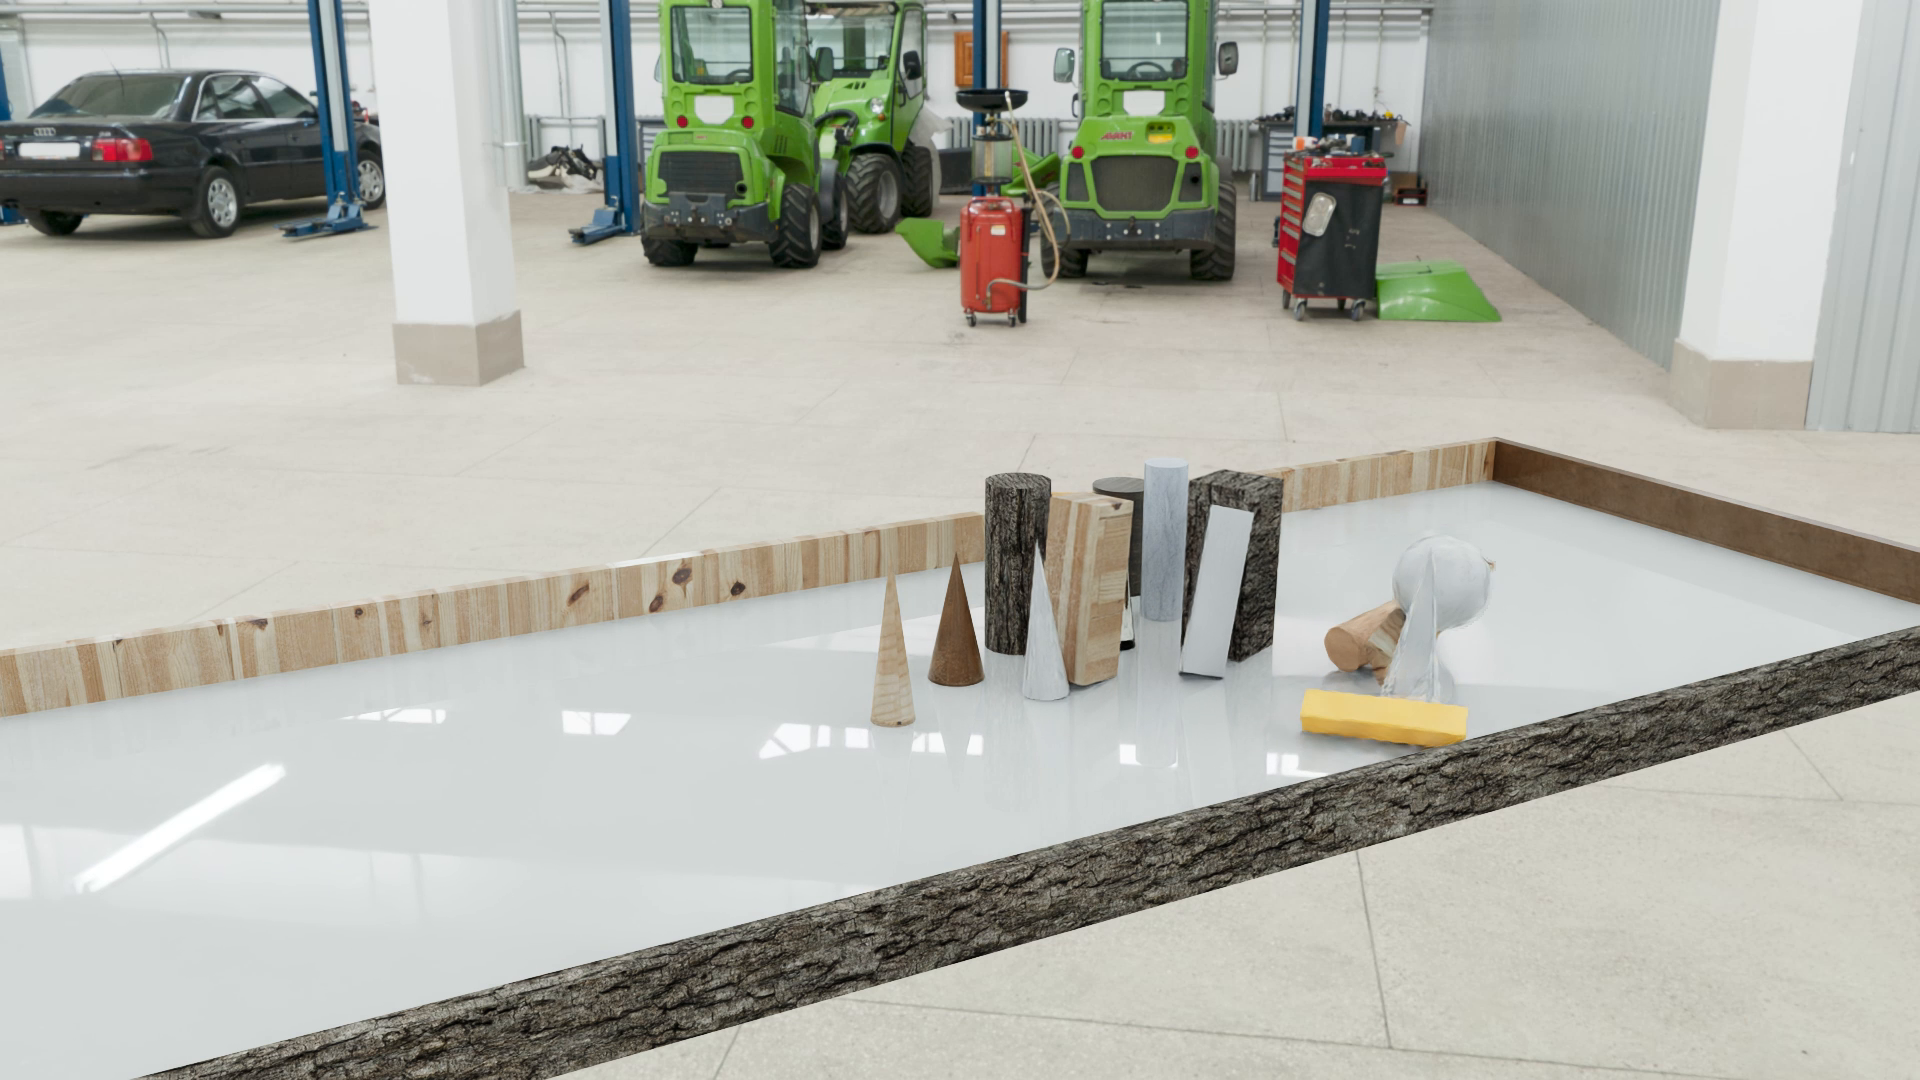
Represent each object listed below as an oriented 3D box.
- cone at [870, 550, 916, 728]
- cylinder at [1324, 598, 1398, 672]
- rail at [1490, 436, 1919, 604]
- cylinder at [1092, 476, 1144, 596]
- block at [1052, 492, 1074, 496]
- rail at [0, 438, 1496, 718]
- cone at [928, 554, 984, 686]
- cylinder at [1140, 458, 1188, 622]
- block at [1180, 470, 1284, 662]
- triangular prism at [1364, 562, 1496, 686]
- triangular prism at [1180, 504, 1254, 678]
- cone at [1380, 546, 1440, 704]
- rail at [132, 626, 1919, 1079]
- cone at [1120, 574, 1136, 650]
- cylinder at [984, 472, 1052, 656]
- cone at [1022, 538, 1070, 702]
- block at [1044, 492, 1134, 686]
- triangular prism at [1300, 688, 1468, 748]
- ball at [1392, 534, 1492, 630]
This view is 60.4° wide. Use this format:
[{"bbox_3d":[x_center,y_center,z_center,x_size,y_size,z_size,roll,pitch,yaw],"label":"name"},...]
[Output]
[{"bbox_3d":[-0.159,0.222,3.853,0.109,0.421,0.109,0,16,0],"label":"cone"},{"bbox_3d":[1.127,0.222,4.287,0.380,0.121,0.121,-20,25,-30],"label":"cylinder"},{"bbox_3d":[2.466,-0.048,5.253,0.050,0.150,2.100,-9,18,-27],"label":"rail"},{"bbox_3d":[0.474,-0.010,4.831,0.180,0.315,0.180,0,16,0],"label":"cylinder"},{"bbox_3d":[0.298,0.045,4.612,0.144,0.333,0.144,0,16,1],"label":"block"},{"bbox_3d":[-3.305,0.497,3.399,12.000,0.150,0.050,-9,18,-27],"label":"rail"},{"bbox_3d":[-0.010,0.185,4.132,0.147,0.334,0.147,0,16,0],"label":"cone"},{"bbox_3d":[0.566,-0.001,4.576,0.119,0.441,0.119,0,16,0],"label":"cylinder"},{"bbox_3d":[0.714,0.062,4.332,0.179,0.453,0.179,12,19,36],"label":"block"},{"bbox_3d":[1.169,0.173,4.162,0.457,0.111,0.128,-40,-5,-35],"label":"triangular prism"},{"bbox_3d":[0.625,0.125,4.182,0.126,0.423,0.109,10,1,-24],"label":"triangular prism"},{"bbox_3d":[1.065,0.217,3.823,0.158,0.436,0.158,4,14,-1],"label":"cone"},{"bbox_3d":[-2.336,1.006,1.665,12.000,0.150,0.050,-9,18,-27],"label":"rail"},{"bbox_3d":[0.418,0.086,4.350,0.102,0.402,0.102,0,16,0],"label":"cone"},{"bbox_3d":[0.151,0.062,4.345,0.172,0.451,0.172,0,16,0],"label":"cylinder"},{"bbox_3d":[0.198,0.182,3.997,0.117,0.405,0.117,-4,21,2],"label":"cone"},{"bbox_3d":[0.311,0.119,4.127,0.148,0.451,0.148,13,14,38],"label":"block"},{"bbox_3d":[0.968,0.399,3.765,0.361,0.085,0.098,5,-26,18],"label":"triangular prism"},{"bbox_3d":[1.173,0.104,4.019,0.232,0.232,0.232,0,16,0],"label":"ball"}]
